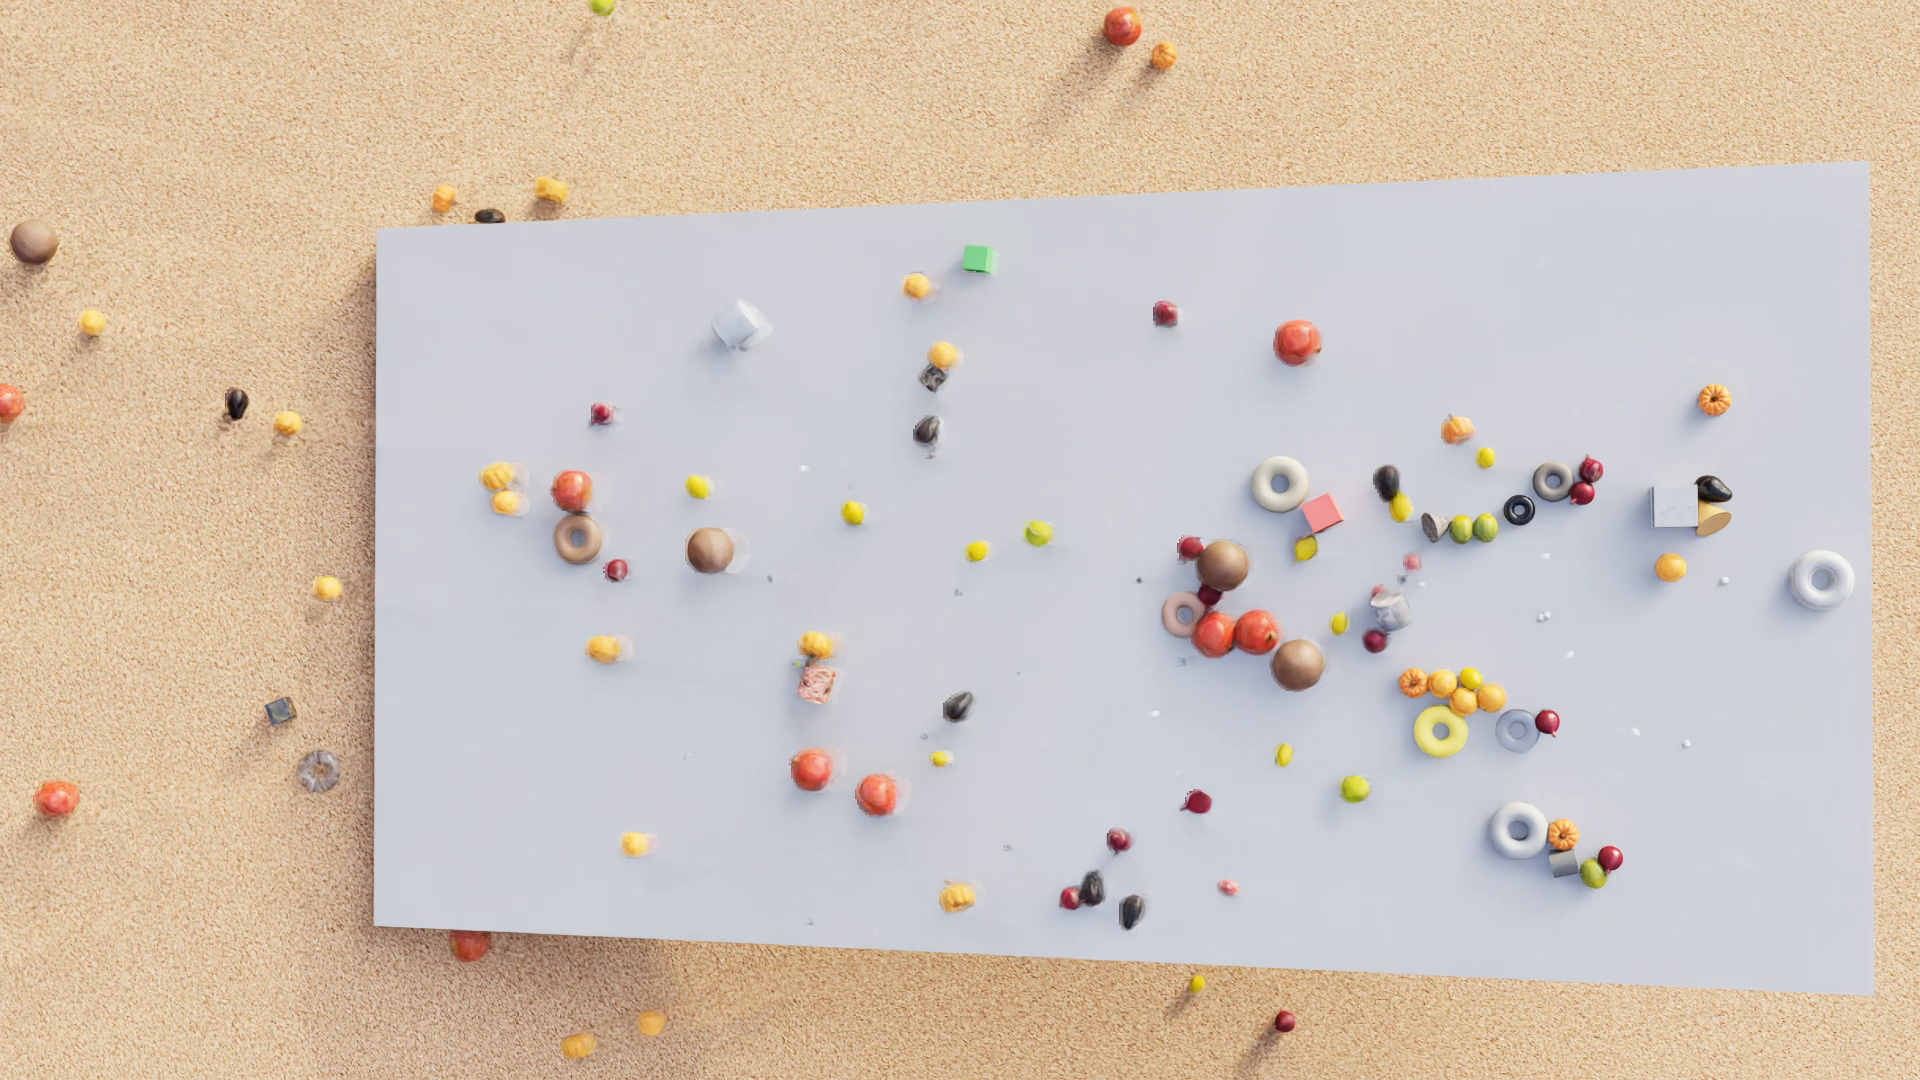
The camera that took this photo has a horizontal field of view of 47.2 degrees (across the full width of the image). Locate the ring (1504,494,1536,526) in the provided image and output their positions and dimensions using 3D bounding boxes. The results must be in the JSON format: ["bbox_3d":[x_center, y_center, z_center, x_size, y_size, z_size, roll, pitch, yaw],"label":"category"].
[{"bbox_3d":[1.391,-0.075,5.469,0.077,0.026,0.077,0,89,14],"label":"ring"}]

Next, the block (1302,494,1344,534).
[{"bbox_3d":[0.918,-0.068,5.571,0.075,0.075,0.075,-27,82,13],"label":"block"}]

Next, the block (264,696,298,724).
[{"bbox_3d":[-1.967,0.494,6.371,0.061,0.061,0.061,-23,89,0],"label":"block"}]

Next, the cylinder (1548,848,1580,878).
[{"bbox_3d":[1.487,0.796,5.412,0.061,0.061,0.061,-14,89,14],"label":"cylinder"}]

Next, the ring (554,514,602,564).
[{"bbox_3d":[-1.065,-0.002,6.121,0.144,0.048,0.144,0,90,15],"label":"ring"}]

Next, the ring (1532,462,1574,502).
[{"bbox_3d":[1.469,-0.145,5.445,0.101,0.034,0.101,0,89,17],"label":"ring"}]

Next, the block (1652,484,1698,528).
[{"bbox_3d":[1.735,-0.081,5.338,0.099,0.099,0.099,-1,89,15],"label":"block"}]

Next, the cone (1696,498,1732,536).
[{"bbox_3d":[1.811,-0.073,5.348,0.091,0.091,0.091,-22,56,0],"label":"cone"}]

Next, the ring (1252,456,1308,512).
[{"bbox_3d":[0.817,-0.142,5.614,0.146,0.049,0.146,-1,88,16],"label":"ring"}]

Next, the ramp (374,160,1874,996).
[{"bbox_3d":[0.266,0.097,5.836,4.000,0.100,2.000,0,89,15],"label":"ramp"}]

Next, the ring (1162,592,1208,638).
[{"bbox_3d":[0.580,0.193,5.677,0.122,0.041,0.122,0,92,12],"label":"ring"}]

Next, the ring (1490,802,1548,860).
[{"bbox_3d":[1.384,0.721,5.448,0.144,0.048,0.144,-1,88,16],"label":"ring"}]

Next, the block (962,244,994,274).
[{"bbox_3d":[0.048,-0.744,5.824,0.063,0.063,0.063,7,91,15],"label":"block"}]

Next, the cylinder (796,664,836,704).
[{"bbox_3d":[-0.387,0.386,5.912,0.086,0.086,0.086,19,94,0],"label":"cylinder"}]

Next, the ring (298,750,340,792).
[{"bbox_3d":[-1.858,0.670,6.378,0.124,0.041,0.124,0,88,-1],"label":"ring"}]

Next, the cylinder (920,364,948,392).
[{"bbox_3d":[-0.070,-0.431,5.854,0.054,0.054,0.054,45,87,1],"label":"cylinder"}]

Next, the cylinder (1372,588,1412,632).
[{"bbox_3d":[1.081,0.176,5.508,0.077,0.077,0.077,-27,114,0],"label":"cylinder"}]

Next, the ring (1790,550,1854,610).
[{"bbox_3d":[2.067,0.097,5.272,0.145,0.048,0.145,0,91,15],"label":"ring"}]

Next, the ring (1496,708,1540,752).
[{"bbox_3d":[1.384,0.472,5.458,0.108,0.036,0.108,0,89,14],"label":"ring"}]

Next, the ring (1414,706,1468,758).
[{"bbox_3d":[1.203,0.479,5.502,0.132,0.044,0.132,0,90,15],"label":"ring"}]
